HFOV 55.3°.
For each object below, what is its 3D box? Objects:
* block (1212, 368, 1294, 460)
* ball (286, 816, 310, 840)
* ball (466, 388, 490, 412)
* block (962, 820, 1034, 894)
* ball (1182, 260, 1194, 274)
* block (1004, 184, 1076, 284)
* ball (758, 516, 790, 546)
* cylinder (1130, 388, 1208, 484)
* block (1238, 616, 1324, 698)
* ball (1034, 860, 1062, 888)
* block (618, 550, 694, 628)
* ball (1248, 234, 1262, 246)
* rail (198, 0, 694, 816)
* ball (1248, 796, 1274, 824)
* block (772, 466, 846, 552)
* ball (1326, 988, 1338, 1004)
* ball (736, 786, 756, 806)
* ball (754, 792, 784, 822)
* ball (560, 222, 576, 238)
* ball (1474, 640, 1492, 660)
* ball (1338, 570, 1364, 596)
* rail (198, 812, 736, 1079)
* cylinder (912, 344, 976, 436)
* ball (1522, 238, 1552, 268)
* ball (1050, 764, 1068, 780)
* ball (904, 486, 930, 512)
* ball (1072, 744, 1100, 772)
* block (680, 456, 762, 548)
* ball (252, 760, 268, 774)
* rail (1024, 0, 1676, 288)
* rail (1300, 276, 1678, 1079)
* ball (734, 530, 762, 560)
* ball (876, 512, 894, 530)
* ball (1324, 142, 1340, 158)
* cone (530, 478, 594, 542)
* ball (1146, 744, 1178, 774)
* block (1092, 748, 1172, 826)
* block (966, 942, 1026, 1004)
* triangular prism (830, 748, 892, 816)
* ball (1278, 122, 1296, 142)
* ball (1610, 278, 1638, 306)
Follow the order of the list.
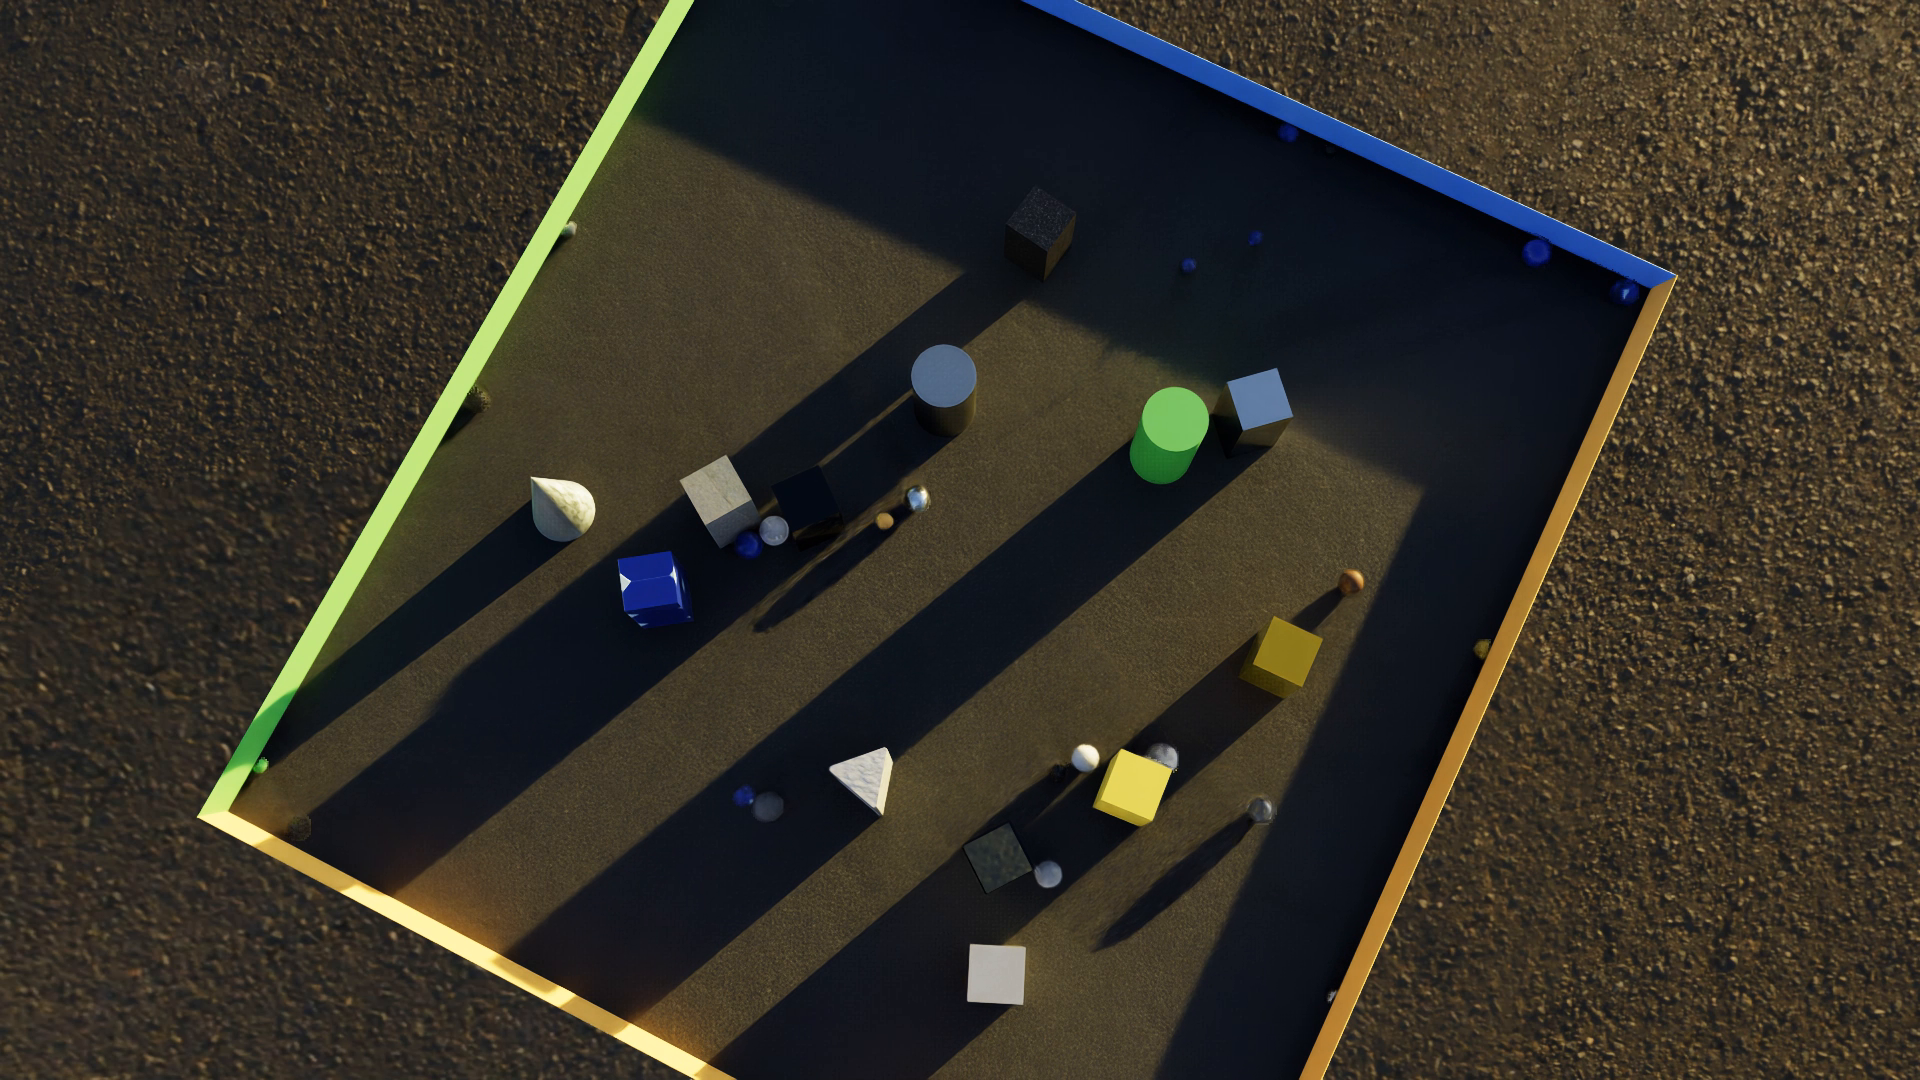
[{"bbox_3d":[0.876,-0.376,5.519,0.154,0.344,0.154,-16,79,-3],"label":"block"},{"bbox_3d":[-1.952,0.850,5.407,0.065,0.065,0.065,0,78,0],"label":"ball"},{"bbox_3d":[-1.491,-0.433,5.669,0.073,0.073,0.073,0,78,0],"label":"ball"},{"bbox_3d":[0.109,0.920,5.302,0.154,0.243,0.154,-27,80,-5],"label":"block"},{"bbox_3d":[0.719,-0.861,5.773,0.042,0.042,0.042,0,78,0],"label":"ball"},{"bbox_3d":[0.245,-0.943,5.669,0.154,0.279,0.154,35,80,7],"label":"block"},{"bbox_3d":[-0.566,-0.029,5.576,0.091,0.091,0.091,0,78,0],"label":"ball"},{"bbox_3d":[0.621,-0.307,5.472,0.192,0.407,0.192,0,78,0],"label":"cylinder"},{"bbox_3d":[0.940,0.349,5.394,0.154,0.293,0.154,25,79,5],"label":"block"},{"bbox_3d":[0.259,0.979,5.374,0.079,0.079,0.079,0,78,0],"label":"ball"},{"bbox_3d":[-0.896,0.151,5.419,0.154,0.326,0.154,-9,78,-2],"label":"block"},{"bbox_3d":[0.932,-0.949,5.792,0.041,0.041,0.041,0,78,0],"label":"ball"},{"bbox_3d":[-1.421,-0.689,5.694,0.045,0.125,3.464,26,80,5],"label":"rail"},{"bbox_3d":[0.890,0.798,5.411,0.079,0.079,0.079,0,78,0],"label":"ball"},{"bbox_3d":[-0.452,-0.092,5.490,0.154,0.284,0.154,-24,79,-5],"label":"block"},{"bbox_3d":[1.083,1.325,5.320,0.044,0.044,0.044,0,78,0],"label":"ball"},{"bbox_3d":[-0.635,0.757,5.430,0.059,0.059,0.059,0,78,0],"label":"ball"},{"bbox_3d":[-0.564,0.786,5.408,0.089,0.089,0.089,0,78,0],"label":"ball"},{"bbox_3d":[-1.240,-0.979,5.795,0.048,0.048,0.048,0,78,0],"label":"ball"},{"bbox_3d":[1.577,0.331,5.520,0.055,0.055,0.055,0,78,0],"label":"ball"},{"bbox_3d":[1.184,0.130,5.551,0.076,0.076,0.076,0,78,0],"label":"ball"},{"bbox_3d":[-0.764,1.503,5.241,3.225,0.125,0.045,26,80,5],"label":"rail"},{"bbox_3d":[-0.047,-0.447,5.537,0.192,0.337,0.192,0,78,0],"label":"cylinder"},{"bbox_3d":[1.813,-0.901,5.756,0.091,0.091,0.091,0,78,0],"label":"ball"},{"bbox_3d":[0.294,0.690,5.448,0.051,0.051,0.051,0,78,0],"label":"ball"},{"bbox_3d":[-0.134,-0.128,5.602,0.080,0.080,0.080,0,78,0],"label":"ball"},{"bbox_3d":[0.372,0.648,5.441,0.081,0.081,0.081,0,78,0],"label":"ball"},{"bbox_3d":[-0.706,-0.110,5.464,0.154,0.342,0.154,-30,80,-6],"label":"block"},{"bbox_3d":[-2.085,0.674,5.456,0.042,0.042,0.042,0,78,0],"label":"ball"},{"bbox_3d":[0.764,-1.490,5.860,3.225,0.125,0.045,26,80,5],"label":"rail"},{"bbox_3d":[1.421,0.702,5.406,0.045,0.125,3.464,26,80,5],"label":"rail"},{"bbox_3d":[-0.643,0.016,5.568,0.087,0.087,0.087,0,78,0],"label":"ball"},{"bbox_3d":[-0.230,-0.056,5.601,0.053,0.053,0.053,0,78,0],"label":"ball"},{"bbox_3d":[1.185,-1.245,5.848,0.050,0.050,0.050,0,78,0],"label":"ball"},{"bbox_3d":[-1.218,-0.134,5.418,0.192,0.444,0.192,0,78,0],"label":"cone"},{"bbox_3d":[0.598,0.651,5.433,0.096,0.096,0.096,0,78,0],"label":"ball"},{"bbox_3d":[0.493,0.718,5.289,0.154,0.351,0.154,22,79,4],"label":"block"},{"bbox_3d":[0.100,1.228,5.200,0.154,0.318,0.154,3,78,1],"label":"block"},{"bbox_3d":[-0.251,0.671,5.263,0.166,0.420,0.144,40,81,8],"label":"triangular prism"},{"bbox_3d":[1.045,-1.302,5.854,0.062,0.062,0.062,0,78,0],"label":"ball"},{"bbox_3d":[2.077,-0.776,5.734,0.084,0.084,0.084,0,78,0],"label":"ball"}]
